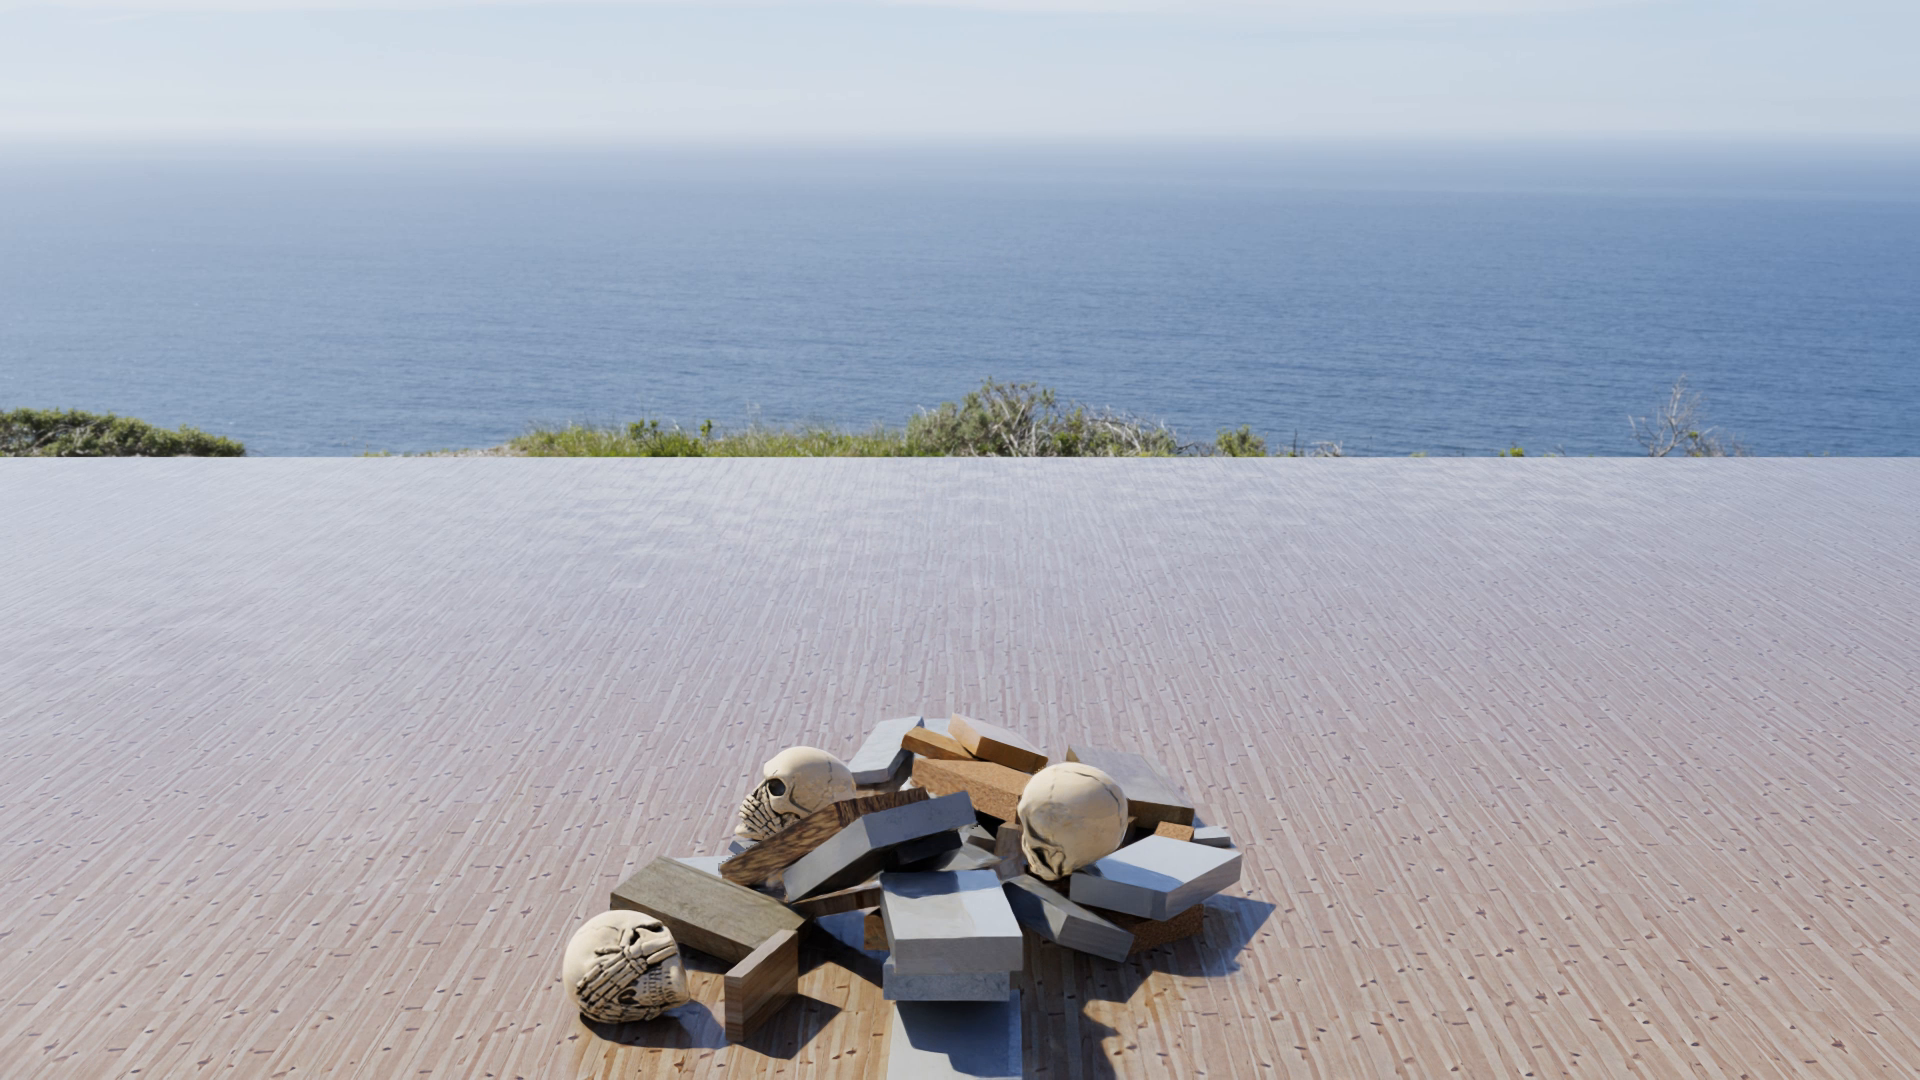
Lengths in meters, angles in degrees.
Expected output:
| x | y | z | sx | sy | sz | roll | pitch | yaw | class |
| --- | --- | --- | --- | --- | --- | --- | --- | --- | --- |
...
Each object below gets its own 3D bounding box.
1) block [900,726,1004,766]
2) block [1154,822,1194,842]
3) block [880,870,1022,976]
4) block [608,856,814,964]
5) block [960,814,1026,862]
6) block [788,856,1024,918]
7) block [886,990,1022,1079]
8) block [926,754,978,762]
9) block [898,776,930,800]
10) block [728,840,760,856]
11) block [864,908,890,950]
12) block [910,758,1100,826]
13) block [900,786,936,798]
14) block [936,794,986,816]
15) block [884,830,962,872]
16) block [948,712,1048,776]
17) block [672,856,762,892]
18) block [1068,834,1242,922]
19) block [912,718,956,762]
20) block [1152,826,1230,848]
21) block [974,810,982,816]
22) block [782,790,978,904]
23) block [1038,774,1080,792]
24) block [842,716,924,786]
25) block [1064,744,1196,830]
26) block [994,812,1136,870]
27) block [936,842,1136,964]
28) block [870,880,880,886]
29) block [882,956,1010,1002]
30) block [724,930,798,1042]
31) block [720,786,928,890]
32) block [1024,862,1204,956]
| x | y | z | sx | sy | sz | roll | pitch | yaw | class |
| --- | --- | --- | --- | --- | --- | --- | --- | --- | --- |
| -0.010 | 0.419 | 4.317 | 0.196 | 0.028 | 0.098 | 19 | 9 | 12 | block |
| 0.368 | 0.534 | 3.854 | 0.063 | 0.018 | 0.125 | 8 | 22 | 15 | block |
| -0.018 | 0.532 | 3.082 | 0.170 | 0.048 | 0.340 | -1 | 6 | -5 | block |
| -0.386 | 0.580 | 3.412 | 0.282 | 0.040 | 0.141 | 17 | 24 | 21 | block |
| 0.047 | 0.508 | 3.788 | 0.185 | 0.026 | 0.092 | 20 | 13 | -44 | block |
| -0.103 | 0.545 | 3.408 | 0.422 | 0.027 | 0.095 | -16 | -6 | 31 | block |
| -0.008 | 0.731 | 2.773 | 0.175 | 0.050 | 0.738 | 0 | 11 | 1 | block |
| -0.025 | 0.438 | 4.159 | 0.094 | 0.027 | 0.187 | 5 | -15 | -5 | block |
| -0.088 | 0.496 | 3.915 | 0.028 | 0.098 | 0.196 | 36 | 0 | -17 | block |
| -0.338 | 0.536 | 3.734 | 0.063 | 0.018 | 0.125 | 33 | 4 | 23 | block |
| -0.035 | 0.582 | 3.342 | 0.170 | 0.048 | 0.340 | 1 | -4 | 6 | block |
| 0.076 | 0.440 | 3.850 | 0.171 | 0.048 | 0.341 | 7 | 2 | -32 | block |
| -0.042 | 0.496 | 4.105 | 0.094 | 0.027 | 0.187 | -3 | 11 | -16 | block |
| 0.003 | 0.487 | 4.008 | 0.094 | 0.027 | 0.187 | 3 | 26 | 2 | block |
| -0.057 | 0.476 | 3.295 | 0.095 | 0.027 | 0.191 | -15 | -15 | -12 | block |
| 0.072 | 0.404 | 4.360 | 0.141 | 0.040 | 0.282 | 19 | 1 | -12 | block |
| -0.400 | 0.582 | 3.601 | 0.141 | 0.040 | 0.282 | -2 | 11 | -10 | block |
| 0.320 | 0.542 | 3.544 | 0.162 | 0.046 | 0.325 | 8 | 7 | 27 | block |
| -0.048 | 0.430 | 4.457 | 0.098 | 0.028 | 0.410 | -1 | 11 | -5 | block |
| 0.413 | 0.533 | 3.927 | 0.125 | 0.018 | 0.063 | -3 | 11 | -14 | block |
| 0.002 | 0.489 | 3.885 | 0.063 | 0.018 | 0.127 | 6 | 25 | 11 | block |
| -0.127 | 0.467 | 3.329 | 0.175 | 0.050 | 0.350 | -10 | -17 | -28 | block |
| 0.182 | 0.486 | 4.159 | 0.092 | 0.026 | 0.184 | -4 | 11 | -20 | block |
| -0.151 | 0.421 | 4.413 | 0.092 | 0.026 | 0.331 | -8 | 12 | 13 | block |
| 0.314 | 0.465 | 4.128 | 0.171 | 0.048 | 0.341 | 9 | 9 | -10 | block |
| 0.186 | 0.507 | 3.767 | 0.171 | 0.048 | 0.363 | 8 | 2 | 14 | block |
| 0.086 | 0.553 | 3.449 | 0.162 | 0.046 | 0.381 | 25 | -2 | -42 | block |
| -0.105 | 0.580 | 3.668 | 0.069 | 0.020 | 0.138 | -3 | 11 | -14 | block |
| -0.015 | 0.614 | 3.122 | 0.170 | 0.048 | 0.340 | 0 | -7 | 1 | block |
| -0.284 | 0.637 | 3.154 | 0.027 | 0.095 | 0.191 | 4 | 11 | 19 | block |
| -0.214 | 0.476 | 3.465 | 0.175 | 0.050 | 0.350 | -5 | -19 | -39 | block |
| 0.220 | 0.586 | 3.564 | 0.162 | 0.046 | 0.325 | -8 | 13 | -38 | block |
